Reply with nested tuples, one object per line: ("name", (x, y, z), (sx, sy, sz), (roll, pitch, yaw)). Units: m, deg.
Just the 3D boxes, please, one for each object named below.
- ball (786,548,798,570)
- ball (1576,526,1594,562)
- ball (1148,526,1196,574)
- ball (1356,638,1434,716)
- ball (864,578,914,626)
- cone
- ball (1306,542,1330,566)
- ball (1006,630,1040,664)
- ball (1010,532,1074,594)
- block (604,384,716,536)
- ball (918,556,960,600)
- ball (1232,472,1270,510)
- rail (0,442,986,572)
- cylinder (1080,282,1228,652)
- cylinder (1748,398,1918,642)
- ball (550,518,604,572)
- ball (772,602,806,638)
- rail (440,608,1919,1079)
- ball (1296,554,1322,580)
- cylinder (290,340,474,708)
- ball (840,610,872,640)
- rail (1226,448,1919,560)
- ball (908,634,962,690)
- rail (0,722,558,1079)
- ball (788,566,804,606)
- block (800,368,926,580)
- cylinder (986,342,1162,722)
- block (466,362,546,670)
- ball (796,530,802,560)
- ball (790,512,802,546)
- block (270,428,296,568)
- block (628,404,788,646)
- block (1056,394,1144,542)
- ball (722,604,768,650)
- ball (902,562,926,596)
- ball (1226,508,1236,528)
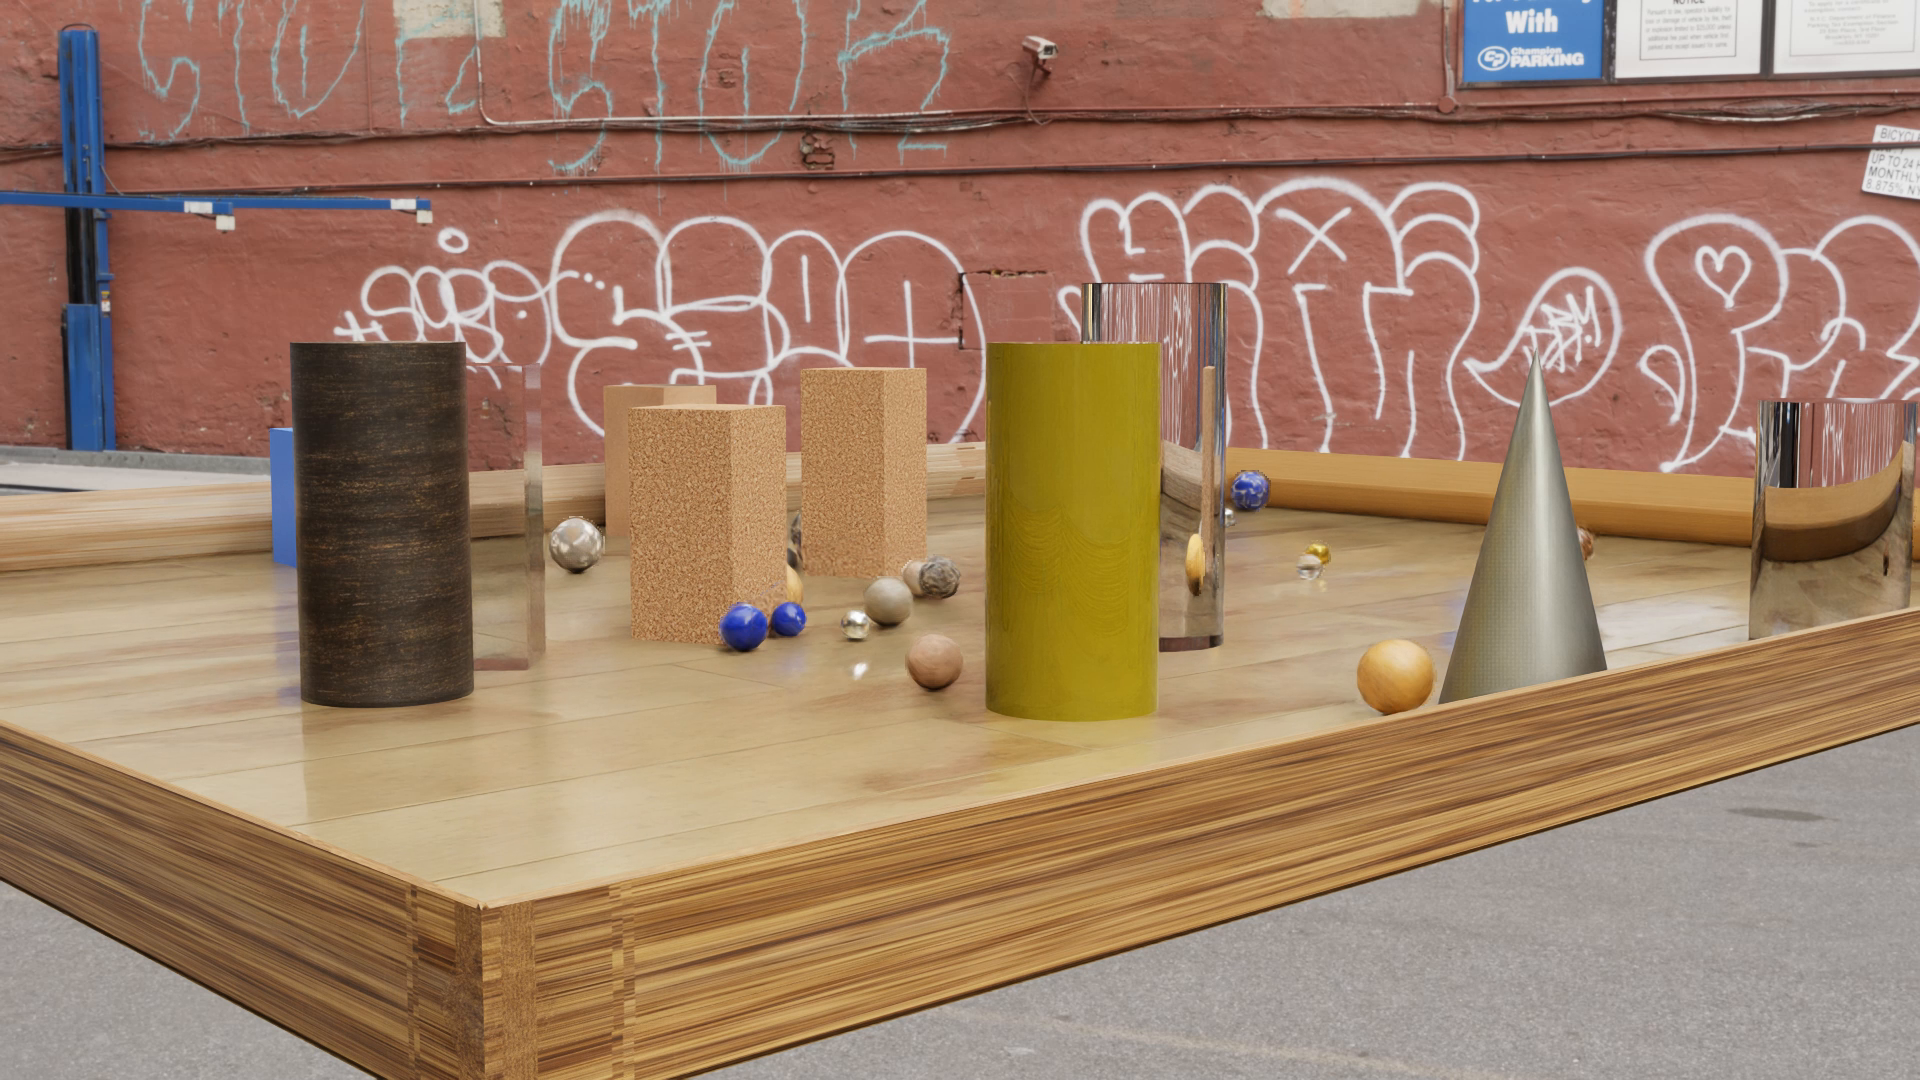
("ball", (-0.296, 0.036, 3.685), (0.049, 0.049, 0.049), (0, 6, 0))
("ball", (1.065, 0.011, 3.825), (0.071, 0.071, 0.071), (0, 6, 0))
("ball", (0.360, 0.017, 3.720), (0.080, 0.080, 0.080), (0, 6, 0))
("ball", (0.479, 0.151, 2.422), (0.084, 0.084, 0.084), (0, 6, 0))
("ball", (-0.100, 0.087, 3.100), (0.070, 0.070, 0.070), (0, 6, 0))
("cone", (0.614, -0.005, 2.363), (0.196, 0.407, 0.196), (0, 6, 0))
("ball", (0.621, 0.026, 3.823), (0.042, 0.042, 0.042), (0, 6, 0))
("ball", (0.079, 0.134, 2.779), (0.043, 0.043, 0.043), (0, 6, 0))
("ball", (0.129, 0.035, 3.466), (0.098, 0.098, 0.098), (0, 6, 0))
("block", (-0.594, -0.159, 4.370), (0.157, 0.295, 0.157), (4, 7, 33))
("ball", (-0.031, 0.058, 3.375), (0.065, 0.065, 0.065), (0, 6, 0))
("ball", (0.646, -0.109, 4.893), (0.086, 0.086, 0.086), (0, 6, 0))
("rail", (-0.945, -0.073, 4.350), (3.310, 0.127, 0.045), (-5, 8, -42))
("cylinder", (0.258, -0.102, 2.943), (0.196, 0.479, 0.196), (0, 6, 0))
("cylinder", (1.140, -0.019, 2.876), (0.196, 0.327, 0.196), (0, 6, 0))
("ball", (-0.654, 0.009, 3.746), (0.091, 0.091, 0.091), (0, 6, 0))
("ball", (-0.234, 0.109, 2.999), (0.048, 0.048, 0.048), (0, 6, 0))
("rail", (0.945, 0.140, 2.314), (3.310, 0.127, 0.045), (-5, 8, -42))
("ball", (0.579, 0.044, 3.640), (0.043, 0.043, 0.043), (0, 6, 0))
("cylinder", (-0.667, -0.024, 2.542), (0.196, 0.408, 0.196), (0, 6, 0))
("ball", (-0.140, 0.115, 2.971), (0.042, 0.042, 0.042), (0, 6, 0))
("rail", (1.199, -0.082, 4.432), (0.045, 0.127, 2.833), (-5, 8, -42))
("ball", (-0.029, 0.143, 2.583), (0.066, 0.066, 0.066), (0, 6, 0))
("rail", (-1.199, 0.148, 2.232), (0.045, 0.127, 2.833), (-5, 8, -42))
("ball", (-0.267, 0.074, 3.125), (0.090, 0.090, 0.090), (0, 6, 0))
("block", (-0.162, -0.117, 3.724), (0.157, 0.346, 0.157), (3, 7, 25))
("cylinder", (0.126, -0.016, 2.462), (0.196, 0.408, 0.196), (0, 6, 0))
("block", (-0.617, -0.033, 2.779), (0.157, 0.376, 0.157), (0, 6, -3))
("ball", (-0.249, 0.008, 3.825), (0.076, 0.076, 0.076), (0, 6, 0))
("ball", (-0.263, -0.014, 3.977), (0.088, 0.088, 0.088), (0, 6, 0))
("block", (-1.110, -0.078, 3.875), (0.157, 0.236, 0.157), (-4, 7, -35))
("block", (-0.343, -0.025, 3.007), (0.157, 0.313, 0.157), (3, 6, 23))
("block", (0.270, -0.141, 4.282), (0.157, 0.278, 0.157), (0, 6, -1))
("ball", (-0.282, 0.115, 2.879), (0.061, 0.061, 0.061), (0, 6, 0))
("ball", (-0.062, 0.060, 3.426), (0.055, 0.055, 0.055), (0, 6, 0))
("ball", (0.544, -0.045, 4.506), (0.041, 0.041, 0.041), (0, 6, 0))
